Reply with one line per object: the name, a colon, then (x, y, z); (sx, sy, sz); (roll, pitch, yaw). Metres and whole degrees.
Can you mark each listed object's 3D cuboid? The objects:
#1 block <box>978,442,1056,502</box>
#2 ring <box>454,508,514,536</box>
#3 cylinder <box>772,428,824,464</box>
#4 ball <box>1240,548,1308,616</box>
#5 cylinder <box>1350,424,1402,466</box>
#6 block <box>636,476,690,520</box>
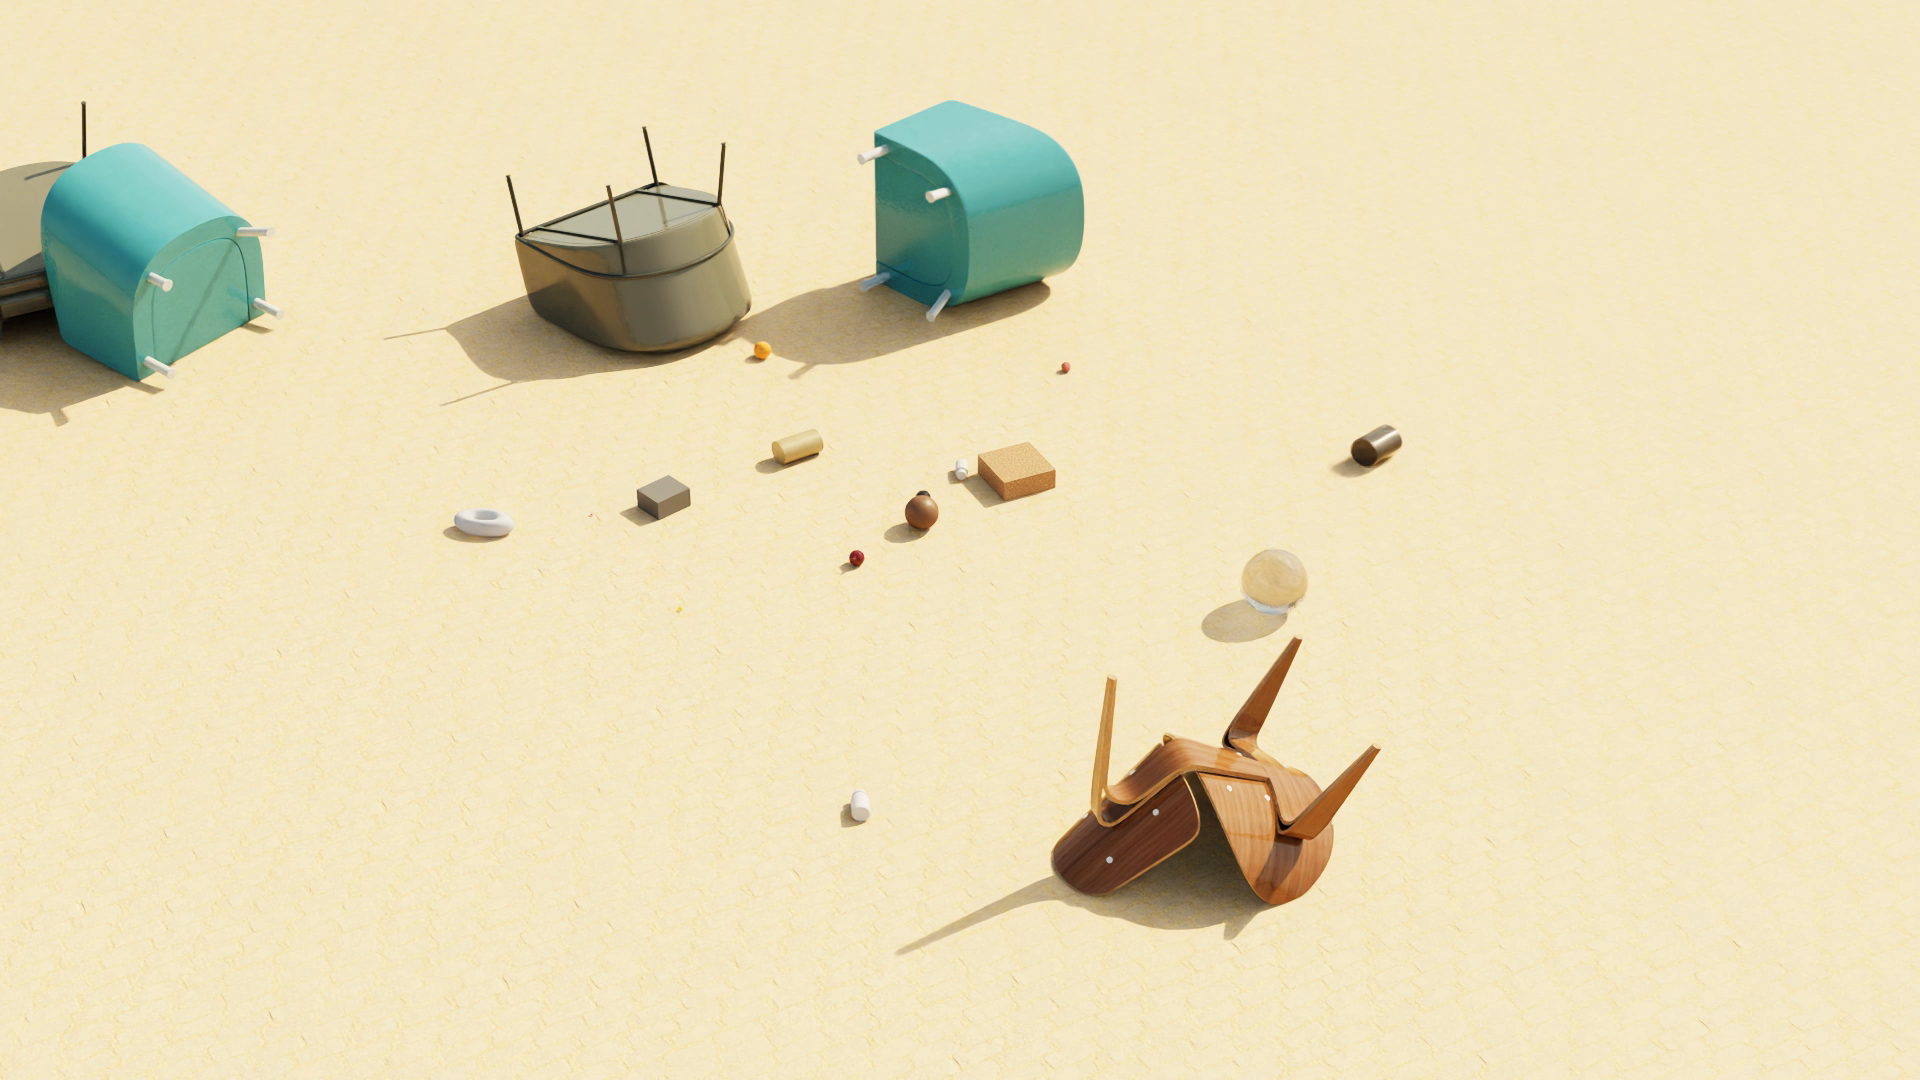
block: (0.217, -0.265, 11.270); (0.220, 0.084, 0.229); (-15, 36, -21)
ring: (-1.783, -0.066, 10.982); (0.237, 0.070, 0.116); (6, 36, 11)
cylinder: (-0.632, -0.364, 11.412); (0.175, 0.093, 0.104); (-20, 33, -28)
ball: (1.126, 0.150, 10.499); (0.239, 0.239, 0.239); (0, 33, 0)
cylinder: (1.617, -0.368, 11.395); (0.152, 0.114, 0.137); (-28, 16, -35)
block: (-1.123, -0.161, 11.118); (0.154, 0.078, 0.131); (-27, 42, -35)
